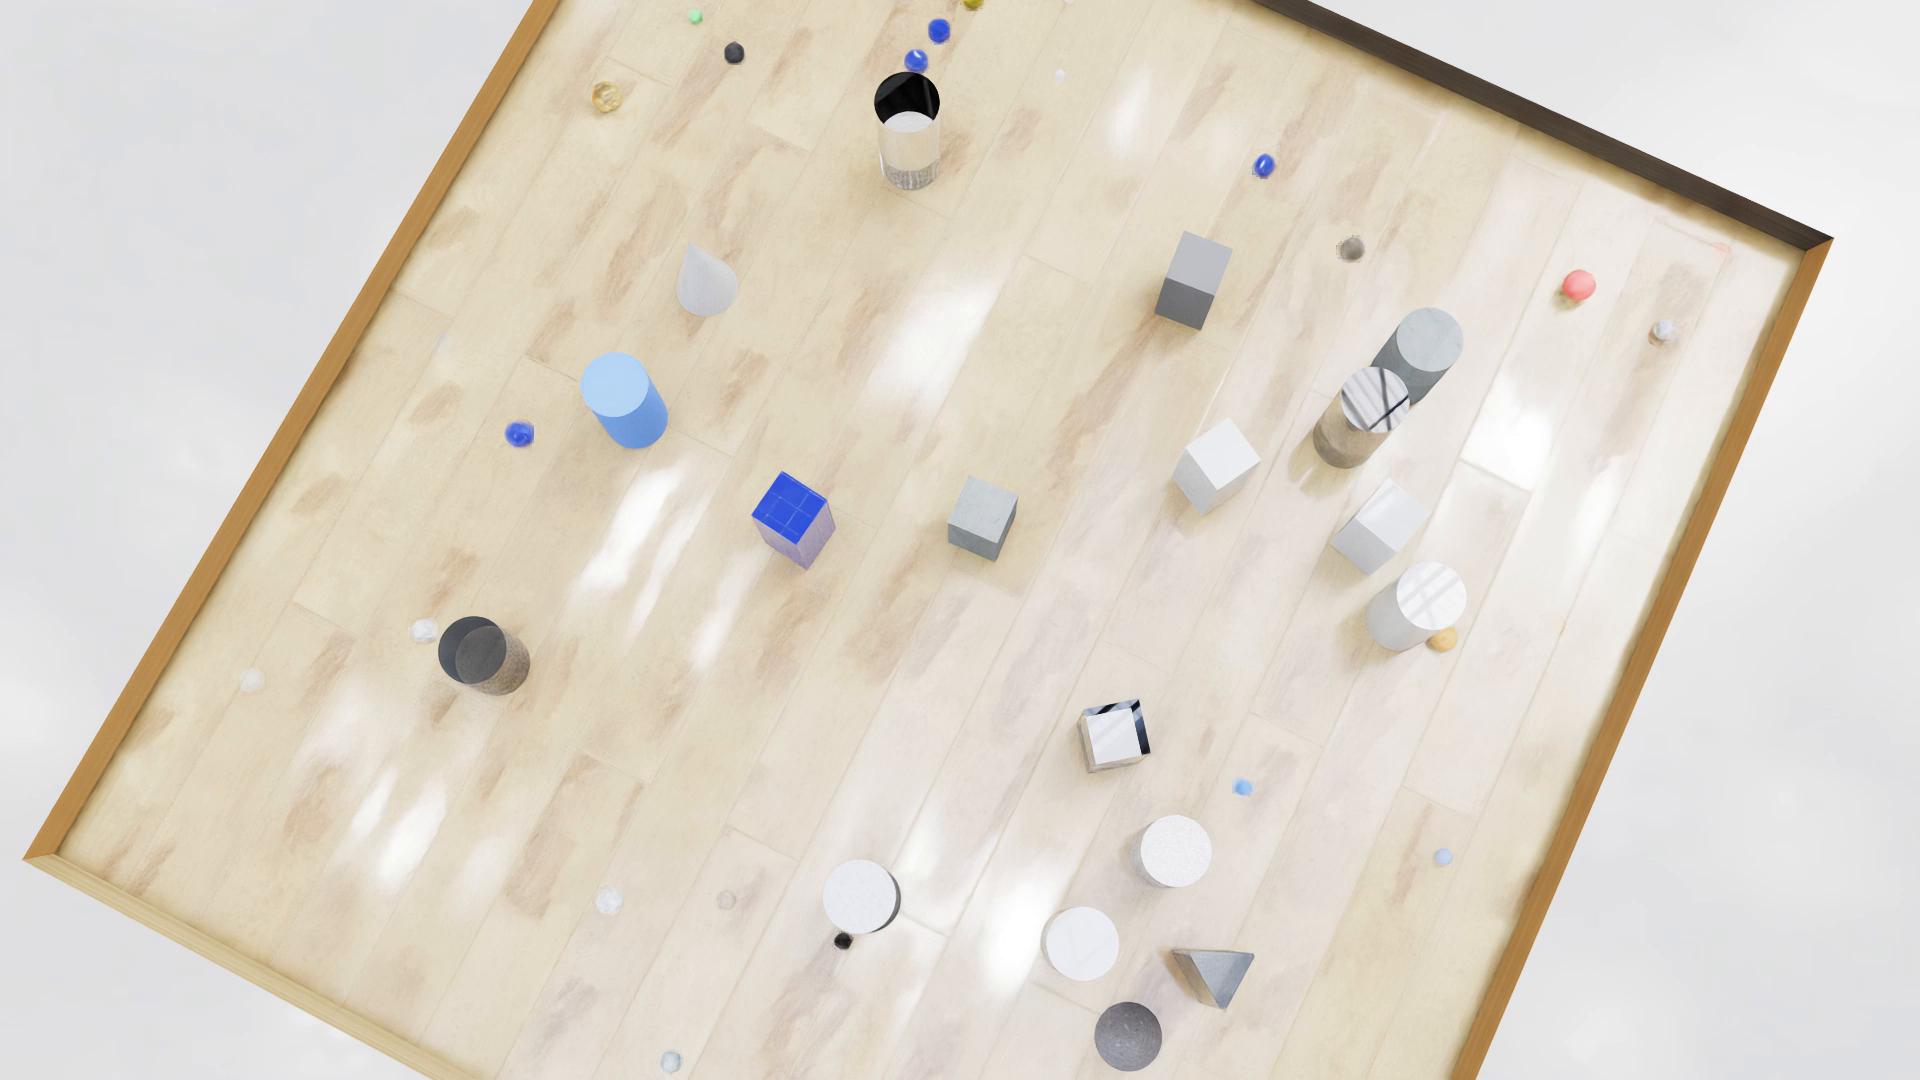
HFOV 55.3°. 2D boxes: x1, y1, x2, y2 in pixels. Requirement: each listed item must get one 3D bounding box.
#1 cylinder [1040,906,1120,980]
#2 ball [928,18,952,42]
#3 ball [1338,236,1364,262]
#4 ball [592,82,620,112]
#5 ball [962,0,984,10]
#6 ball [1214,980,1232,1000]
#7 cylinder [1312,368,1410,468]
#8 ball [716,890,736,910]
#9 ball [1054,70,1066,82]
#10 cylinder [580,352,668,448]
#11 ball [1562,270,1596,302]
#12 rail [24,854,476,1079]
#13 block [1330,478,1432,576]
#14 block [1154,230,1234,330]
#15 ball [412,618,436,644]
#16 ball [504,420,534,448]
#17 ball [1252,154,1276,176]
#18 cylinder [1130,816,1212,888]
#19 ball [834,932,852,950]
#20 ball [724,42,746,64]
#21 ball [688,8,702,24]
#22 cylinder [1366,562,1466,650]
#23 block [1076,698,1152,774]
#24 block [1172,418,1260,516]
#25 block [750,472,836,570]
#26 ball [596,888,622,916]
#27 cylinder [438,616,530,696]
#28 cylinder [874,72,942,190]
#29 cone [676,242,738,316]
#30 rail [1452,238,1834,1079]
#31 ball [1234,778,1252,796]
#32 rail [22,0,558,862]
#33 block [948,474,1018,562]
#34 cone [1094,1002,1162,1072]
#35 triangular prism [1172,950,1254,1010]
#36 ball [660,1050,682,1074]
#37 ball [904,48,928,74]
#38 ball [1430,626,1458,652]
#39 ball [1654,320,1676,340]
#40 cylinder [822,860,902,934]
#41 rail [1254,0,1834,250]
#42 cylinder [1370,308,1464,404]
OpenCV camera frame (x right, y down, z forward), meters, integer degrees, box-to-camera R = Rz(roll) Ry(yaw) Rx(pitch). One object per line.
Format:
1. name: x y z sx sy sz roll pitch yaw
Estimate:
1. cylinder: 0.333 1.136 5.170 0.197 0.414 0.197 0 78 0
2. ball: -0.067 -1.645 5.918 0.077 0.077 0.077 0 78 0
3. ball: 1.233 -0.914 5.765 0.080 0.080 0.080 0 78 0
4. ball: -1.132 -1.419 5.864 0.092 0.092 0.092 0 78 0
5. ball: 0.043 -1.761 5.942 0.075 0.075 0.075 0 78 0
6. ball: 0.762 1.306 5.313 0.055 0.055 0.055 0 78 0
7. cylinder: 1.192 -0.359 5.472 0.197 0.429 0.197 0 78 0
8. ball: -0.686 1.055 5.368 0.060 0.060 0.060 0 78 0
9. ball: 0.322 -1.495 5.905 0.040 0.040 0.040 0 78 0
10. cylinder: -1.006 -0.416 5.515 0.197 0.367 0.197 0 78 0
11. ball: 1.937 -0.796 5.731 0.098 0.098 0.098 0 78 0
12. rail: -0.912 1.794 5.179 4.001 0.128 0.045 26 80 5
13. block: 1.243 -0.035 5.437 0.157 0.365 0.157 40 81 8
14. block: 0.712 -0.790 5.611 0.157 0.332 0.157 22 79 4
15. ball: -1.615 0.275 5.522 0.075 0.075 0.075 0 78 0
16. ball: -1.358 -0.326 5.640 0.086 0.086 0.086 0 78 0
17. ball: 0.967 -1.192 5.827 0.071 0.071 0.071 0 78 0
18. cylinder: 0.602 0.899 5.262 0.197 0.329 0.197 0 78 0
19. ball: -0.342 1.171 5.349 0.050 0.050 0.050 0 78 0
20. ball: -0.728 -1.569 5.906 0.069 0.069 0.069 0 78 0
21. ball: -0.859 -1.700 5.944 0.047 0.047 0.047 0 78 0
22. cylinder: 1.331 0.198 5.369 0.197 0.405 0.197 0 78 0
23. block: 0.442 0.573 5.315 0.157 0.359 0.157 -11 79 -2
24. block: 0.762 -0.215 5.480 0.157 0.355 0.157 -34 80 -7
25. block: -0.488 -0.053 5.428 0.157 0.391 0.157 33 80 6
26. ball: -1.026 1.057 5.357 0.080 0.080 0.080 0 78 0
27. cylinder: -1.397 0.345 5.393 0.197 0.297 0.197 0 78 0
28. cylinder: -0.157 -1.256 5.654 0.197 0.436 0.197 0 78 0
29. cone: -0.798 -0.839 5.587 0.197 0.398 0.197 0 78 0
30. rail: 1.768 0.873 5.370 0.045 0.128 4.128 26 80 5
31. ball: 0.841 0.735 5.438 0.052 0.052 0.052 0 78 0
32. rail: -1.768 -0.859 5.728 0.045 0.128 4.128 26 80 5
33. block: 0.067 -0.062 5.482 0.157 0.289 0.157 23 79 5
34. cone: 0.489 1.403 5.136 0.197 0.373 0.197 0 78 0
35. triangular prism: 0.683 1.193 5.135 0.148 0.460 0.170 31 80 6
36. ball: -0.832 1.502 5.273 0.063 0.063 0.063 0 78 0
37. ball: -0.141 -1.539 5.895 0.079 0.079 0.079 0 78 0
38. ball: 1.459 0.296 5.514 0.080 0.080 0.080 0 78 0
39. ball: 2.200 -0.655 5.720 0.063 0.063 0.063 0 78 0
40. cylinder: -0.271 1.008 5.168 0.197 0.469 0.197 0 78 0
41. rail: 0.912 -1.780 5.919 4.001 0.128 0.045 26 80 5
42. cylinder: 1.376 -0.549 5.541 0.197 0.370 0.197 0 78 0
